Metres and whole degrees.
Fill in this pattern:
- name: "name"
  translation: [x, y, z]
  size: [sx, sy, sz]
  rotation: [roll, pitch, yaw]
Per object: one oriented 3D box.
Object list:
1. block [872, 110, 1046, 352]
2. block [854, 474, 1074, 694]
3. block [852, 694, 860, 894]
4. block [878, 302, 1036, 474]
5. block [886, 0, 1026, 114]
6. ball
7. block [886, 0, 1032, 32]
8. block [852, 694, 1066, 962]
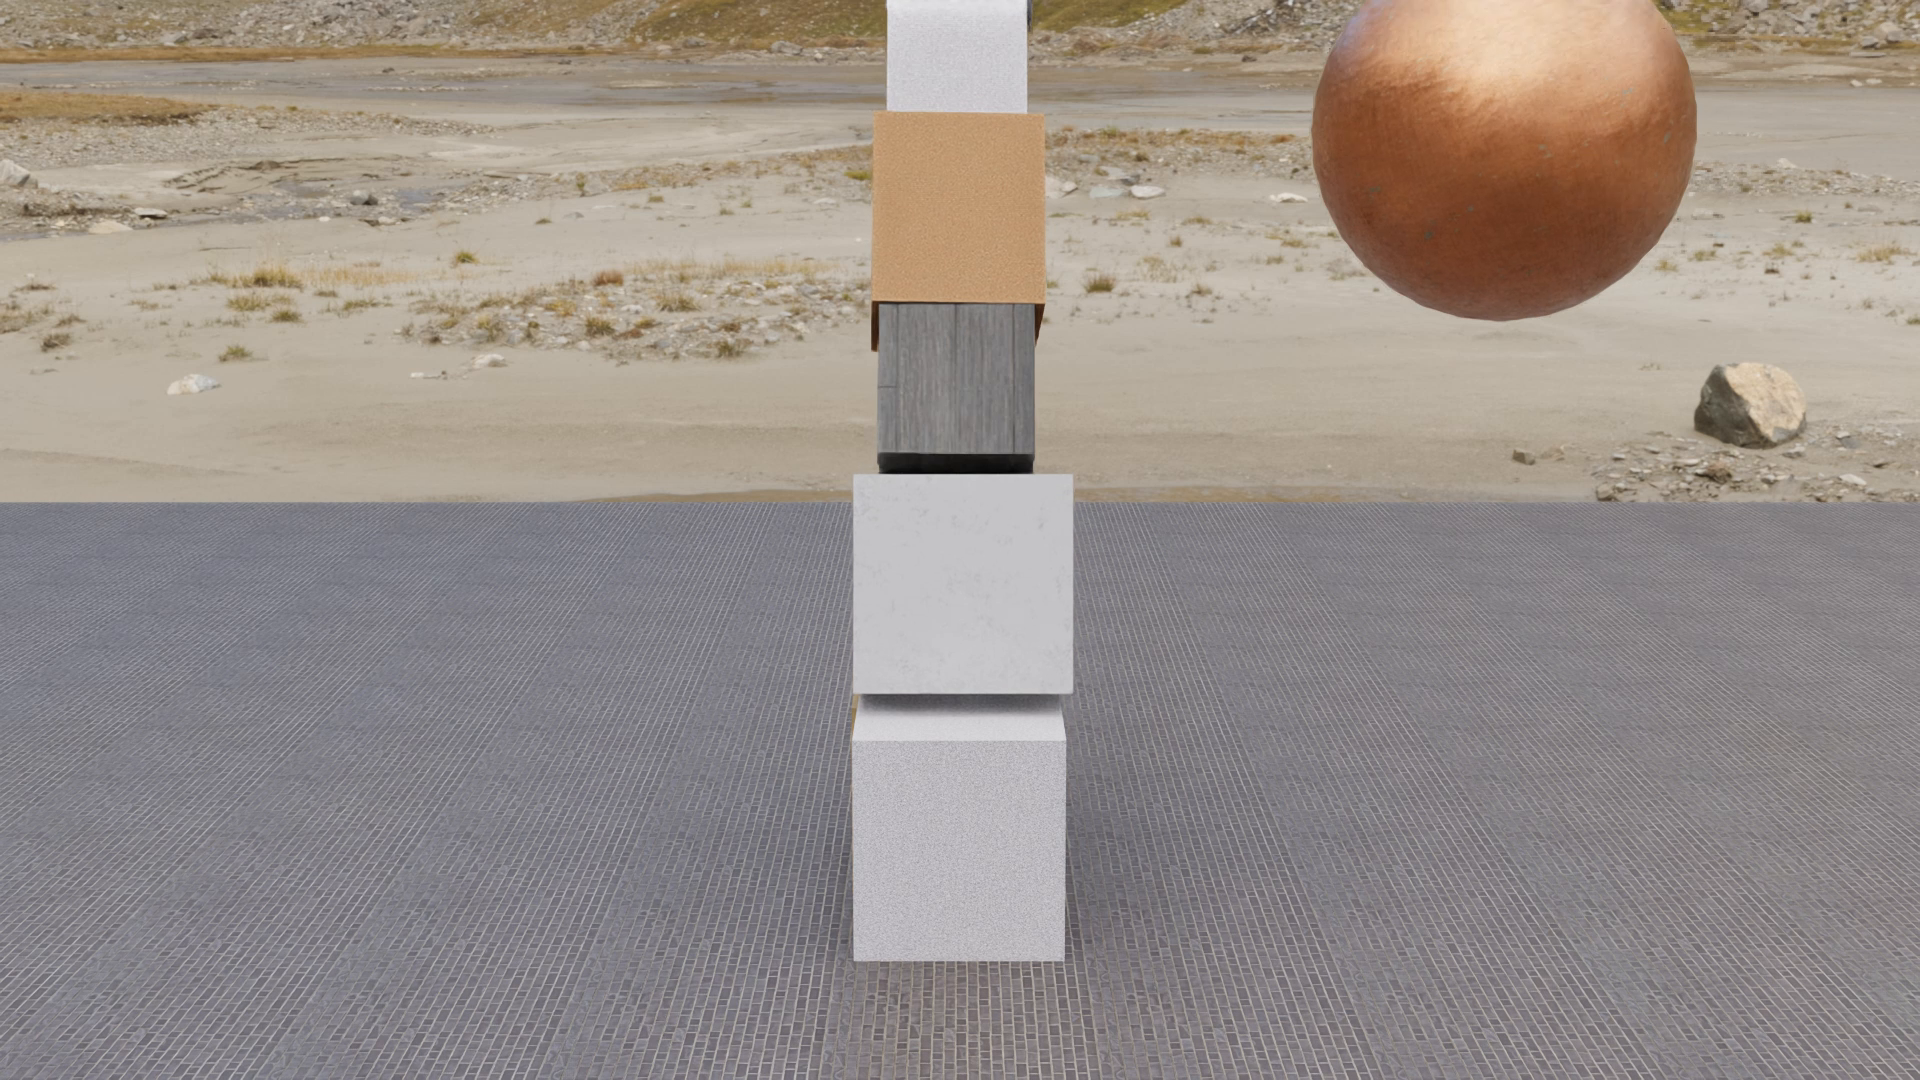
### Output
- name: "block"
  translation: [-0.018, -1.376, 11.582]
  size: [0.753, 0.881, 0.726]
  rotation: [1, -13, -2]
- name: "block"
  translation: [0.014, 0.184, 10.960]
  size: [0.897, 0.896, 0.965]
  rotation: [0, 0, 0]
- name: "block"
  translation: [-0.017, 1.058, 11.433]
  size: [0.896, 0.829, 0.775]
  rotation: [0, 10, 0]
- name: "block"
  translation: [-0.019, -0.621, 11.392]
  size: [0.676, 0.676, 0.679]
  rotation: [0, -13, 0]
- name: "block"
  translation: [-0.022, -2.127, 11.759]
  size: [0.622, 0.661, 0.613]
  rotation: [0, -13, -2]
- name: "ball"
  translation: [2.295, -1.728, 10.866]
  size: [1.600, 1.600, 1.600]
  rotation: [0, 10, 0]
- name: "block"
  translation: [-0.004, -2.770, 11.870]
  size: [0.675, 0.641, 0.580]
  rotation: [0, -13, 1]
- name: "block"
  translation: [-0.003, 1.164, 10.616]
  size: [0.846, 0.911, 0.848]
  rotation: [0, 10, 0]
